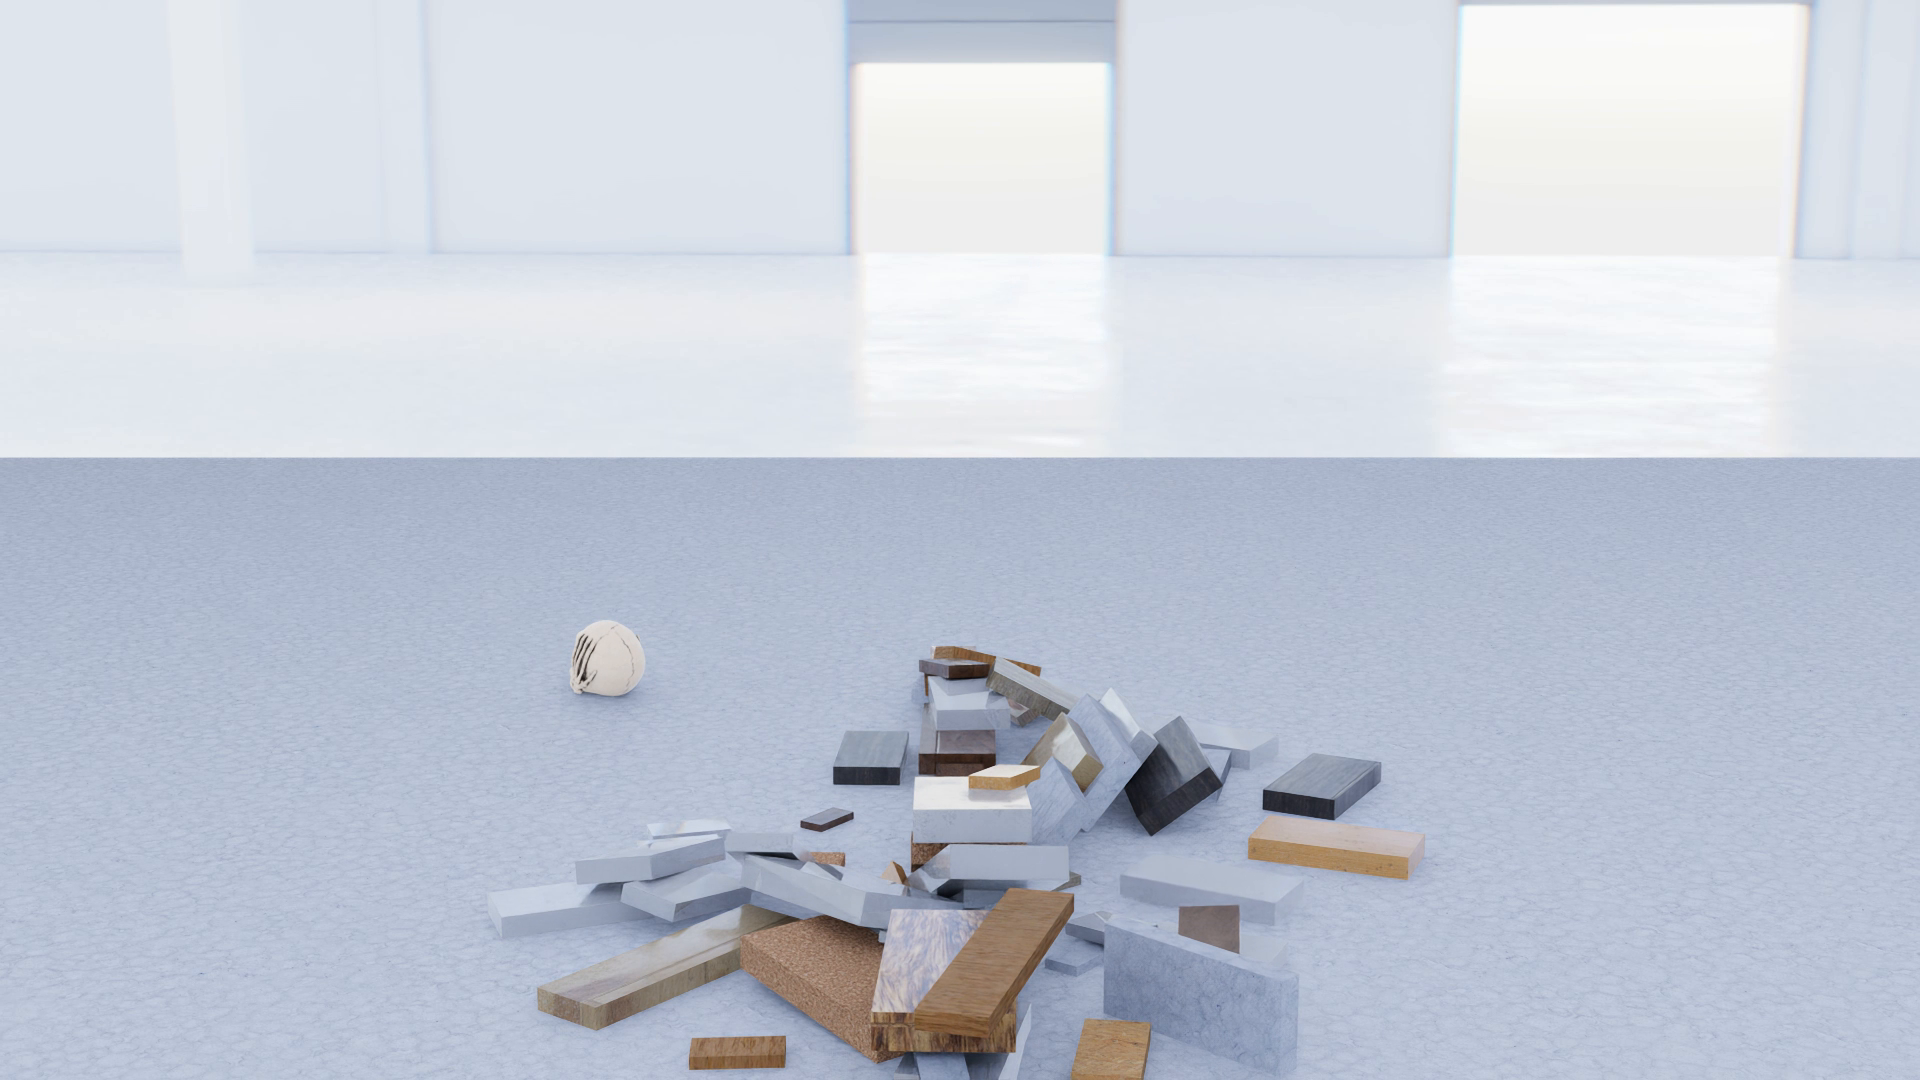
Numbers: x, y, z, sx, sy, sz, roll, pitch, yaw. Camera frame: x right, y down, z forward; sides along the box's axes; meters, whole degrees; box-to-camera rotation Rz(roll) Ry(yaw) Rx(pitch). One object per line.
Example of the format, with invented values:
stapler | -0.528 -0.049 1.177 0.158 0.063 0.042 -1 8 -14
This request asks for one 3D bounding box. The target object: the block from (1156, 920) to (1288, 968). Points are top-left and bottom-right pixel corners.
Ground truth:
block | 0.387 0.630 3.371 0.211 0.030 0.105 5 12 24

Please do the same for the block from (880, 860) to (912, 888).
block | -0.112 0.575 3.551 0.021 0.073 0.146 34 3 -14

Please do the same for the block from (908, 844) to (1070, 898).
block | 0.038 0.525 3.406 0.180 0.051 0.359 3 -17 -11

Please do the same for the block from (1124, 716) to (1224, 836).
block | 0.385 0.437 4.111 0.160 0.045 0.320 -36 12 4

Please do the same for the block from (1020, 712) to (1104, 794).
block | 0.185 0.430 4.140 0.042 0.148 0.295 37 5 -11

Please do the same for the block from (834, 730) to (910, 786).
block | -0.176 0.435 4.403 0.131 0.037 0.261 0 11 2

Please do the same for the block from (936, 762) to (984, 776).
block | 0.000 0.430 4.123 0.087 0.025 0.175 0 -5 0

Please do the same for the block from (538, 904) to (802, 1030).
block | -0.427 0.638 3.315 0.122 0.035 0.443 8 13 37

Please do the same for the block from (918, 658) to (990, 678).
block | -0.013 0.275 4.720 0.093 0.026 0.185 -1 1 -21

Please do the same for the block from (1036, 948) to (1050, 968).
block | 0.032 0.607 3.153 0.130 0.037 0.259 3 7 17

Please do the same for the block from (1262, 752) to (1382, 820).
block | 0.695 0.470 4.208 0.140 0.040 0.280 6 12 28

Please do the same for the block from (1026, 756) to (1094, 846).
block | 0.156 0.483 3.890 0.038 0.135 0.271 38 4 -11

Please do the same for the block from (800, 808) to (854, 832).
block | -0.244 0.514 4.041 0.049 0.014 0.097 7 13 34

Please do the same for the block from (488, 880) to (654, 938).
block | -0.631 0.592 3.563 0.245 0.035 0.122 -4 11 -22

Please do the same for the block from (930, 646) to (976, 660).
block | -0.010 0.350 4.876 0.110 0.031 0.867 0 11 -1

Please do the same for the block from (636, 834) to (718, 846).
block | -0.492 0.544 3.864 0.142 0.020 0.071 -3 11 -16

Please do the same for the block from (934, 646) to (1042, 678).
block | 0.062 0.281 5.003 0.220 0.031 0.110 15 -9 -19

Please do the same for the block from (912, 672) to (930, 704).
block | -0.037 0.320 4.867 0.110 0.031 0.221 1 11 7

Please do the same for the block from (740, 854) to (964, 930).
block | -0.171 0.544 3.382 0.178 0.050 0.355 13 -5 -35

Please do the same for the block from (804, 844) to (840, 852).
block | -0.261 0.548 3.856 0.097 0.014 0.049 -2 11 -9

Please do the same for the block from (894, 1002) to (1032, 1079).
block | 0.007 0.656 2.830 0.130 0.037 0.259 2 10 11

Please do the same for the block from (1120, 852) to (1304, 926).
block | 0.417 0.576 3.638 0.273 0.039 0.136 6 11 28

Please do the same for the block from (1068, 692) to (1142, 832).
block | 0.240 0.417 4.182 0.045 0.160 0.420 37 5 -11

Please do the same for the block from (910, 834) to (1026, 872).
block | 0.010 0.512 3.605 0.180 0.051 0.359 0 -11 -2

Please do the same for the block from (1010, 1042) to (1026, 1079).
block | 0.013 0.680 2.908 0.130 0.037 0.259 1 10 7

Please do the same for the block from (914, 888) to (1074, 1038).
block | 0.052 0.539 2.843 0.092 0.026 0.456 3 11 16

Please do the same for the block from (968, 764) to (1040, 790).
block | 0.074 0.388 3.596 0.073 0.021 0.146 0 2 21

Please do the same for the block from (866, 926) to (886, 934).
block | -0.066 0.616 3.354 0.099 0.028 0.197 -8 13 -37

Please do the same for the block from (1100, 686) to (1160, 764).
block | 0.289 0.400 4.271 0.045 0.160 0.320 37 5 -11

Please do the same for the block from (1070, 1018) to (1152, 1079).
block | 0.207 0.702 2.992 0.092 0.026 0.184 2 11 9

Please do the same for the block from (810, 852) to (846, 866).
block | -0.272 0.558 3.786 0.142 0.020 0.071 1 11 4

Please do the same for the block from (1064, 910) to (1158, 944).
block | 0.235 0.604 3.413 0.073 0.021 0.146 -10 6 -32

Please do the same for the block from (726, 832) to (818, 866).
block | -0.306 0.519 3.605 0.105 0.030 0.301 0 -16 4

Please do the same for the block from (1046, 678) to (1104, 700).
block | 0.230 0.356 4.828 0.131 0.037 0.261 -6 12 -31

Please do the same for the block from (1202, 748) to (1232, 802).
block | 0.455 0.456 4.293 0.122 0.035 0.245 2 11 13

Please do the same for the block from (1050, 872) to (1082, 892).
block | 0.141 0.576 3.698 0.116 0.016 0.058 -8 13 -38

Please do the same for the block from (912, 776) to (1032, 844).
block | 0.017 0.427 3.499 0.180 0.051 0.359 0 2 -1

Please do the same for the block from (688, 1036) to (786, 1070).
block | -0.304 0.702 3.013 0.130 0.018 0.065 -1 11 -3

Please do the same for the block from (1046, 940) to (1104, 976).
block | 0.188 0.638 3.368 0.058 0.016 0.116 8 13 37

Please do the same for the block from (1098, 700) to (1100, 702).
block | 0.326 0.403 4.447 0.049 0.014 0.334 24 15 -13

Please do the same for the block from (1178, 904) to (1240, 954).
block | 0.375 0.615 3.307 0.092 0.026 0.184 -3 26 9

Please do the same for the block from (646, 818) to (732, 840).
block | -0.488 0.526 3.960 0.142 0.020 0.071 -3 11 -17

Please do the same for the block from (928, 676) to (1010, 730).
block | 0.016 0.334 4.528 0.148 0.042 0.295 -1 10 -4

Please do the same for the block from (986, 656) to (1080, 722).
block | 0.198 0.339 4.550 0.301 0.037 0.130 28 11 -1

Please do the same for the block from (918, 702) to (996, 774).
block | -0.003 0.396 4.412 0.148 0.042 0.405 0 10 1

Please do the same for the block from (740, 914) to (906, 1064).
block | -0.148 0.640 3.181 0.178 0.050 0.355 -8 18 -36

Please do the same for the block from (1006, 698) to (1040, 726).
block | 0.129 0.348 4.782 0.093 0.026 0.185 -34 21 -14

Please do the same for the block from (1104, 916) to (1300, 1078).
block | 0.332 0.633 3.065 0.313 0.136 0.039 10 15 44

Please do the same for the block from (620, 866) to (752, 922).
block | -0.440 0.572 3.558 0.105 0.030 0.211 15 7 29

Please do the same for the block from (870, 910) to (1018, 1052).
block | -0.013 0.572 2.879 0.178 0.050 0.368 0 10 2

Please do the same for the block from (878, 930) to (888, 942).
block | -0.062 0.593 3.274 0.058 0.016 0.116 8 -2 36

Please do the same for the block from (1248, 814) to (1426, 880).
block | 0.659 0.536 3.849 0.280 0.040 0.140 4 11 23

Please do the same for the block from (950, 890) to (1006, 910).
block | 0.033 0.572 3.428 0.099 0.028 0.197 3 -17 -12

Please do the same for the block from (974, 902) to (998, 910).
block | 0.068 0.576 3.341 0.099 0.028 0.197 7 -18 -24

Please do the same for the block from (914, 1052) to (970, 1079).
block | -0.021 0.652 2.699 0.059 0.017 0.117 -6 23 -7

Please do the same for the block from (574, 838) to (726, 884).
block | -0.512 0.534 3.663 0.136 0.039 0.273 -7 -3 19

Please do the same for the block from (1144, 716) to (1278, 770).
block | 0.495 0.414 4.507 0.280 0.040 0.140 7 12 31

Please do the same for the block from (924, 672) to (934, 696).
block | -0.030 0.304 4.794 0.093 0.026 0.185 0 11 -2
